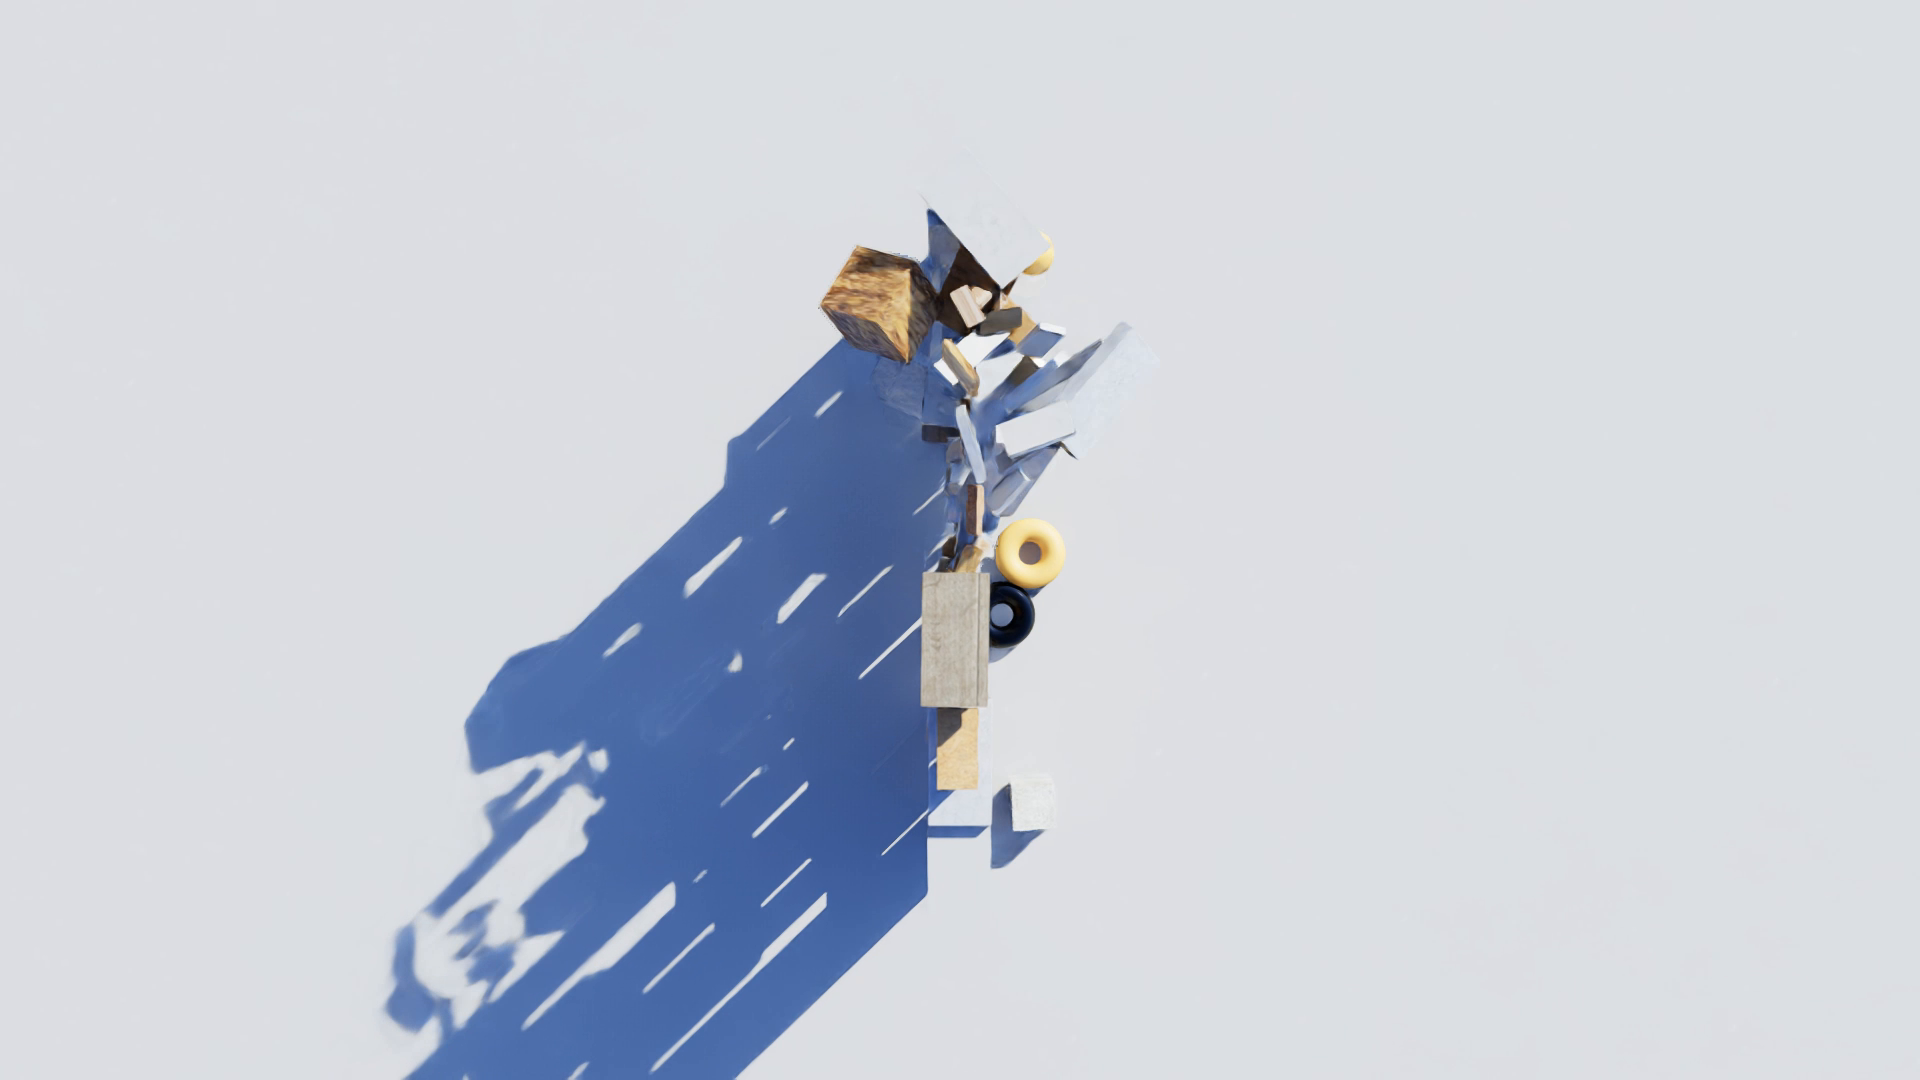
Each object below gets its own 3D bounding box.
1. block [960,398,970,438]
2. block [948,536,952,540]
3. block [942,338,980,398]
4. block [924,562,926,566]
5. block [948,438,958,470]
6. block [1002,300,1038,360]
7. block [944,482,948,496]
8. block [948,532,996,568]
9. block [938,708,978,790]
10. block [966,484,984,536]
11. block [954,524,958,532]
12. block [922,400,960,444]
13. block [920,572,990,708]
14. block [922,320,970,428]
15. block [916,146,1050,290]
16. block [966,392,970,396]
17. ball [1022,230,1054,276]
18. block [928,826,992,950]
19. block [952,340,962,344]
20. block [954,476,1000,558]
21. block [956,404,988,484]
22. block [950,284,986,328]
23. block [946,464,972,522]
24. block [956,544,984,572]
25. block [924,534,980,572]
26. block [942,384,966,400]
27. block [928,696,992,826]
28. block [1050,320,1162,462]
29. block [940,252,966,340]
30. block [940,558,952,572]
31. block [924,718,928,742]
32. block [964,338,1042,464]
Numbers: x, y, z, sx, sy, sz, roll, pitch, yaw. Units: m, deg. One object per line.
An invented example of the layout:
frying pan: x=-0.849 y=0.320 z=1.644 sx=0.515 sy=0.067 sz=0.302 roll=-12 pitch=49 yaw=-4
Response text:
block: x=0.047 y=-0.328 z=4.887 sx=0.092 sy=0.026 sz=0.185 roll=-1 pitch=90 yaw=-6
block: x=-0.009 y=0.040 z=4.995 sx=0.052 sy=0.015 sz=0.104 roll=-1 pitch=89 yaw=-9
block: x=0.002 y=-0.407 z=3.907 sx=0.020 sy=0.069 sz=0.138 roll=-26 pitch=60 yaw=-16
block: x=-0.028 y=0.057 z=5.329 sx=0.171 sy=0.341 sz=0.048 roll=-3 pitch=89 yaw=0
block: x=0.005 y=-0.238 z=5.302 sx=0.091 sy=0.026 sz=0.183 roll=0 pitch=90 yaw=-1
block: x=0.162 y=-0.547 z=4.302 sx=0.149 sy=0.021 sz=0.075 roll=42 pitch=101 yaw=3
block: x=-0.006 y=-0.164 z=5.408 sx=0.091 sy=0.183 sz=0.026 roll=1 pitch=85 yaw=0
block: x=0.033 y=0.037 z=4.594 sx=0.067 sy=0.019 sz=0.133 roll=36 pitch=92 yaw=-3
block: x=-0.006 y=0.496 z=3.921 sx=0.096 sy=0.027 sz=0.192 roll=0 pitch=90 yaw=0
block: x=0.036 y=-0.073 z=3.995 sx=0.017 sy=0.060 sz=0.120 roll=-1 pitch=96 yaw=-23
block: x=0.006 y=-0.078 z=5.388 sx=0.052 sy=0.015 sz=0.104 roll=-1 pitch=90 yaw=0
block: x=-0.032 y=-0.376 z=5.318 sx=0.180 sy=0.359 sz=0.051 roll=5 pitch=81 yaw=0
block: x=-0.011 y=0.231 z=3.833 sx=0.155 sy=0.044 sz=0.310 roll=1 pitch=90 yaw=0
block: x=-0.009 y=-0.529 z=5.112 sx=0.180 sy=0.051 sz=0.359 roll=7 pitch=90 yaw=0
block: x=0.060 y=-0.832 z=4.270 sx=0.169 sy=0.048 sz=0.338 roll=-41 pitch=94 yaw=1
block: x=-0.006 y=-0.453 z=5.017 sx=0.067 sy=0.133 sz=0.019 roll=2 pitch=98 yaw=-4
ball: x=0.230 y=-0.914 z=5.255 sx=0.145 sy=0.145 sz=0.145 roll=0 pitch=90 yaw=0
block: x=-0.001 y=0.875 z=4.185 sx=0.159 sy=0.045 sz=0.319 roll=-1 pitch=90 yaw=0
block: x=0.002 y=-0.665 z=4.916 sx=0.079 sy=0.022 sz=0.158 roll=2 pitch=91 yaw=-1
block: x=0.056 y=-0.065 z=4.753 sx=0.110 sy=0.031 sz=0.220 roll=9 pitch=91 yaw=-9
block: x=0.026 y=-0.228 z=3.908 sx=0.024 sy=0.086 sz=0.172 roll=-16 pitch=110 yaw=6
block: x=0.019 y=-0.588 z=4.156 sx=0.050 sy=0.014 sz=0.101 roll=-28 pitch=86 yaw=-2
block: x=0.011 y=-0.146 z=5.085 sx=0.092 sy=0.026 sz=0.184 roll=5 pitch=90 yaw=-10
block: x=0.022 y=0.066 z=4.481 sx=0.052 sy=0.015 sz=0.104 roll=22 pitch=95 yaw=-1
block: x=-0.019 y=0.154 z=5.133 sx=0.171 sy=0.048 sz=0.341 roll=-3 pitch=89 yaw=0
block: x=-0.001 y=-0.489 z=4.940 sx=0.067 sy=0.019 sz=0.133 roll=17 pitch=90 yaw=-4
block: x=0.001 y=0.555 z=4.150 sx=0.160 sy=0.045 sz=0.320 roll=0 pitch=90 yaw=0
block: x=0.352 y=-0.372 z=4.137 sx=0.327 sy=0.163 sz=0.046 roll=-50 pitch=46 yaw=-2
block: x=0.006 y=-0.686 z=4.646 sx=0.120 sy=0.034 sz=0.240 roll=-1 pitch=91 yaw=0
block: x=-0.016 y=0.140 z=4.777 sx=0.087 sy=0.025 sz=0.175 roll=0 pitch=90 yaw=0
block: x=-0.029 y=0.613 z=5.338 sx=0.162 sy=0.324 sz=0.046 roll=3 pitch=90 yaw=0
block: x=0.119 y=-0.376 z=4.490 sx=0.178 sy=0.050 sz=0.356 roll=6 pitch=92 yaw=-7
